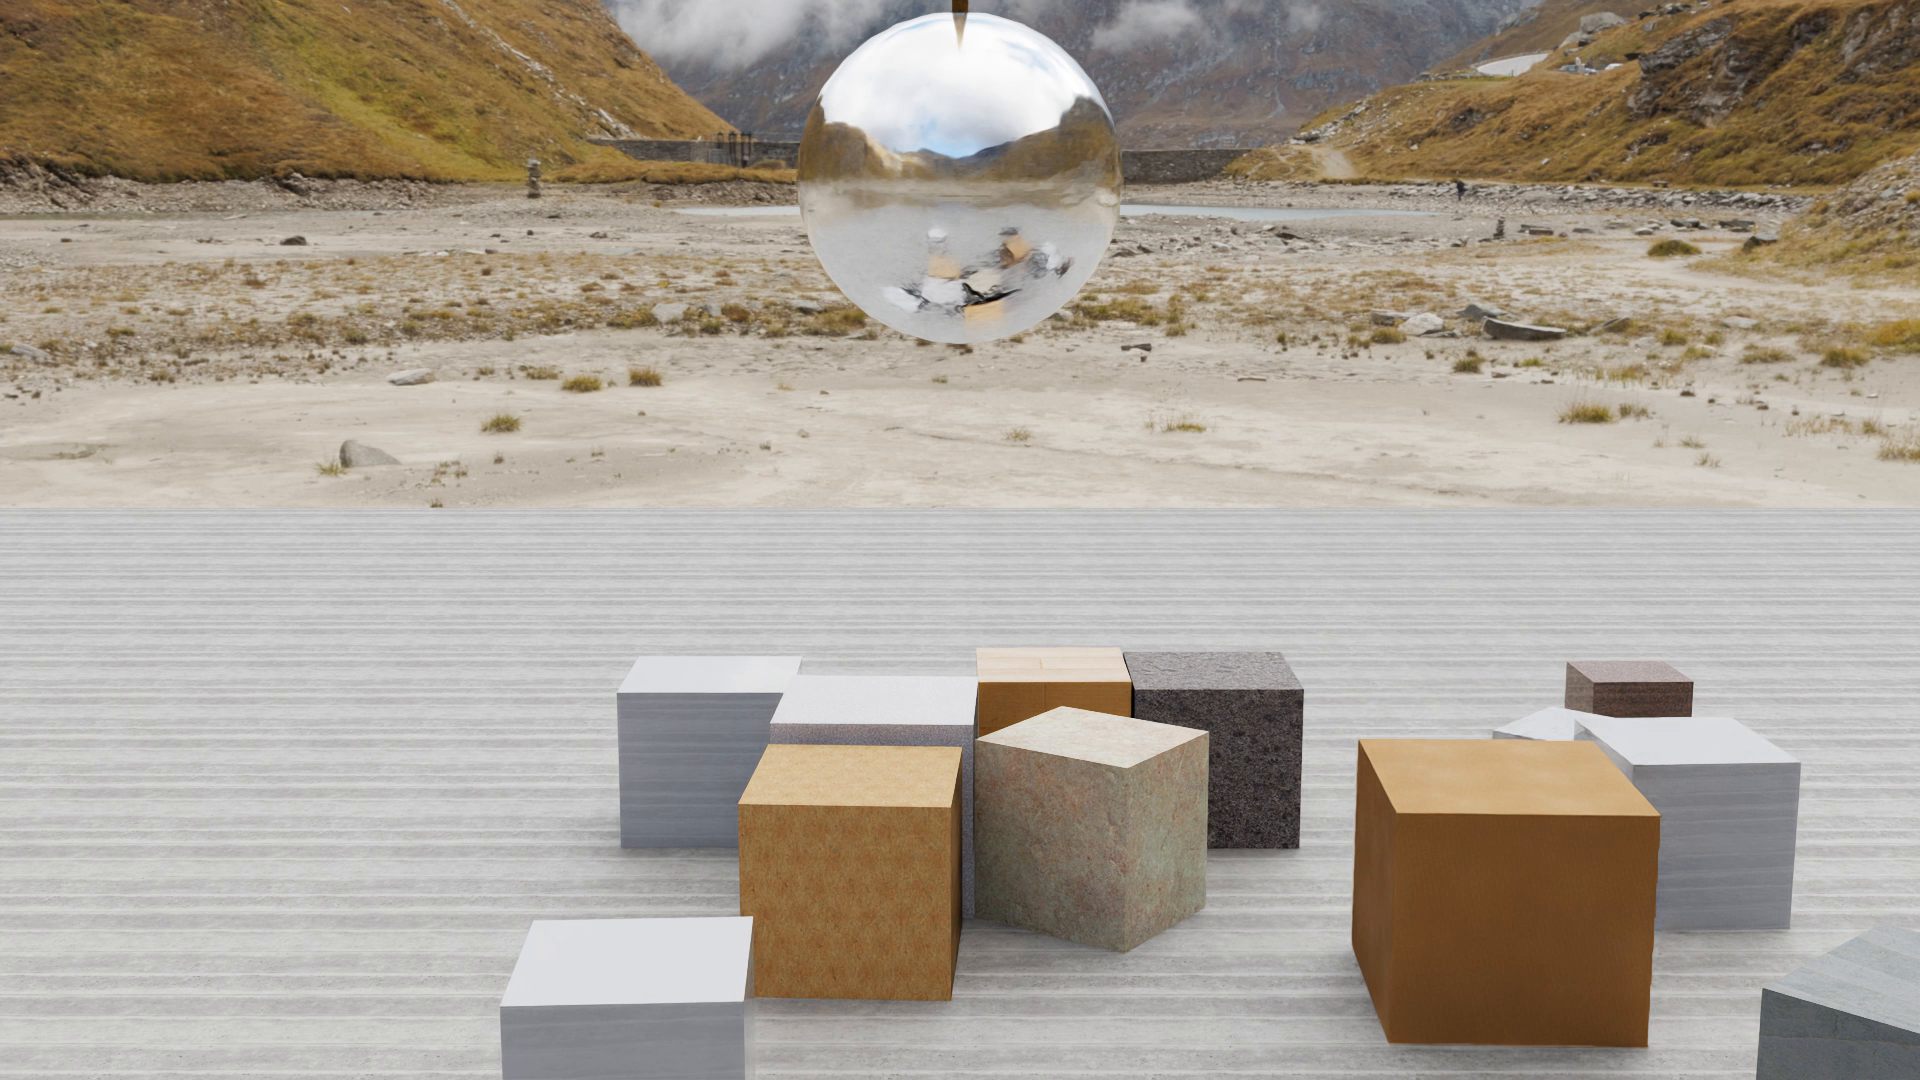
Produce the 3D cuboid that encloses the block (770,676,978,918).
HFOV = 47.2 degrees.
[{"bbox_3d":[-0.383,1.197,10.436,0.917,0.912,0.903,0,10,2],"label":"block"}]

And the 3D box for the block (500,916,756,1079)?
[{"bbox_3d":[-1.101,1.798,7.481,0.774,0.785,0.783,-1,10,-3],"label":"block"}]

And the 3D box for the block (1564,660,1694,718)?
[{"bbox_3d":[3.761,1.015,12.411,0.557,0.563,0.493,0,10,-2],"label":"block"}]

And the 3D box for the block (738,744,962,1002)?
[{"bbox_3d":[-0.448,1.411,9.479,0.871,0.833,0.904,1,10,3],"label":"block"}]

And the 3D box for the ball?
[{"bbox_3d":[0.000,-1.764,10.755,1.600,1.600,1.600,0,10,0],"label":"ball"}]

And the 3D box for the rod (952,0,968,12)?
[{"bbox_3d":[0.000,-5.119,10.204,0.080,5.200,0.080,0,9,0],"label":"rod"}]

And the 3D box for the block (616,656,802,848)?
[{"bbox_3d":[-1.271,1.082,11.371,0.867,0.803,0.779,0,10,0],"label":"block"}]

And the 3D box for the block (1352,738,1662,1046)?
[{"bbox_3d":[2.214,1.425,9.091,1.011,0.943,1.074,0,10,2],"label":"block"}]

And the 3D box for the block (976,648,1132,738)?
[{"bbox_3d":[0.468,1.058,11.352,0.758,0.857,0.751,0,10,-1],"label":"block"}]

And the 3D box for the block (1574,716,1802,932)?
[{"bbox_3d":[3.343,1.304,10.221,0.760,0.777,0.789,-1,10,-3],"label":"block"}]

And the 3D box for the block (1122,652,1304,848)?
[{"bbox_3d":[1.286,1.072,11.372,0.838,0.823,0.818,0,10,0],"label":"block"}]

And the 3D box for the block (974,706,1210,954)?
[{"bbox_3d":[0.603,1.301,10.060,0.799,0.841,0.729,7,13,35],"label":"block"}]

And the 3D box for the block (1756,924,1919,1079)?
[{"bbox_3d":[3.233,1.843,7.293,0.886,0.764,0.812,-10,14,-42],"label":"block"}]

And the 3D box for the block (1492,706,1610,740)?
[{"bbox_3d":[3.134,1.241,11.086,0.678,0.591,0.632,9,14,40],"label":"block"}]
